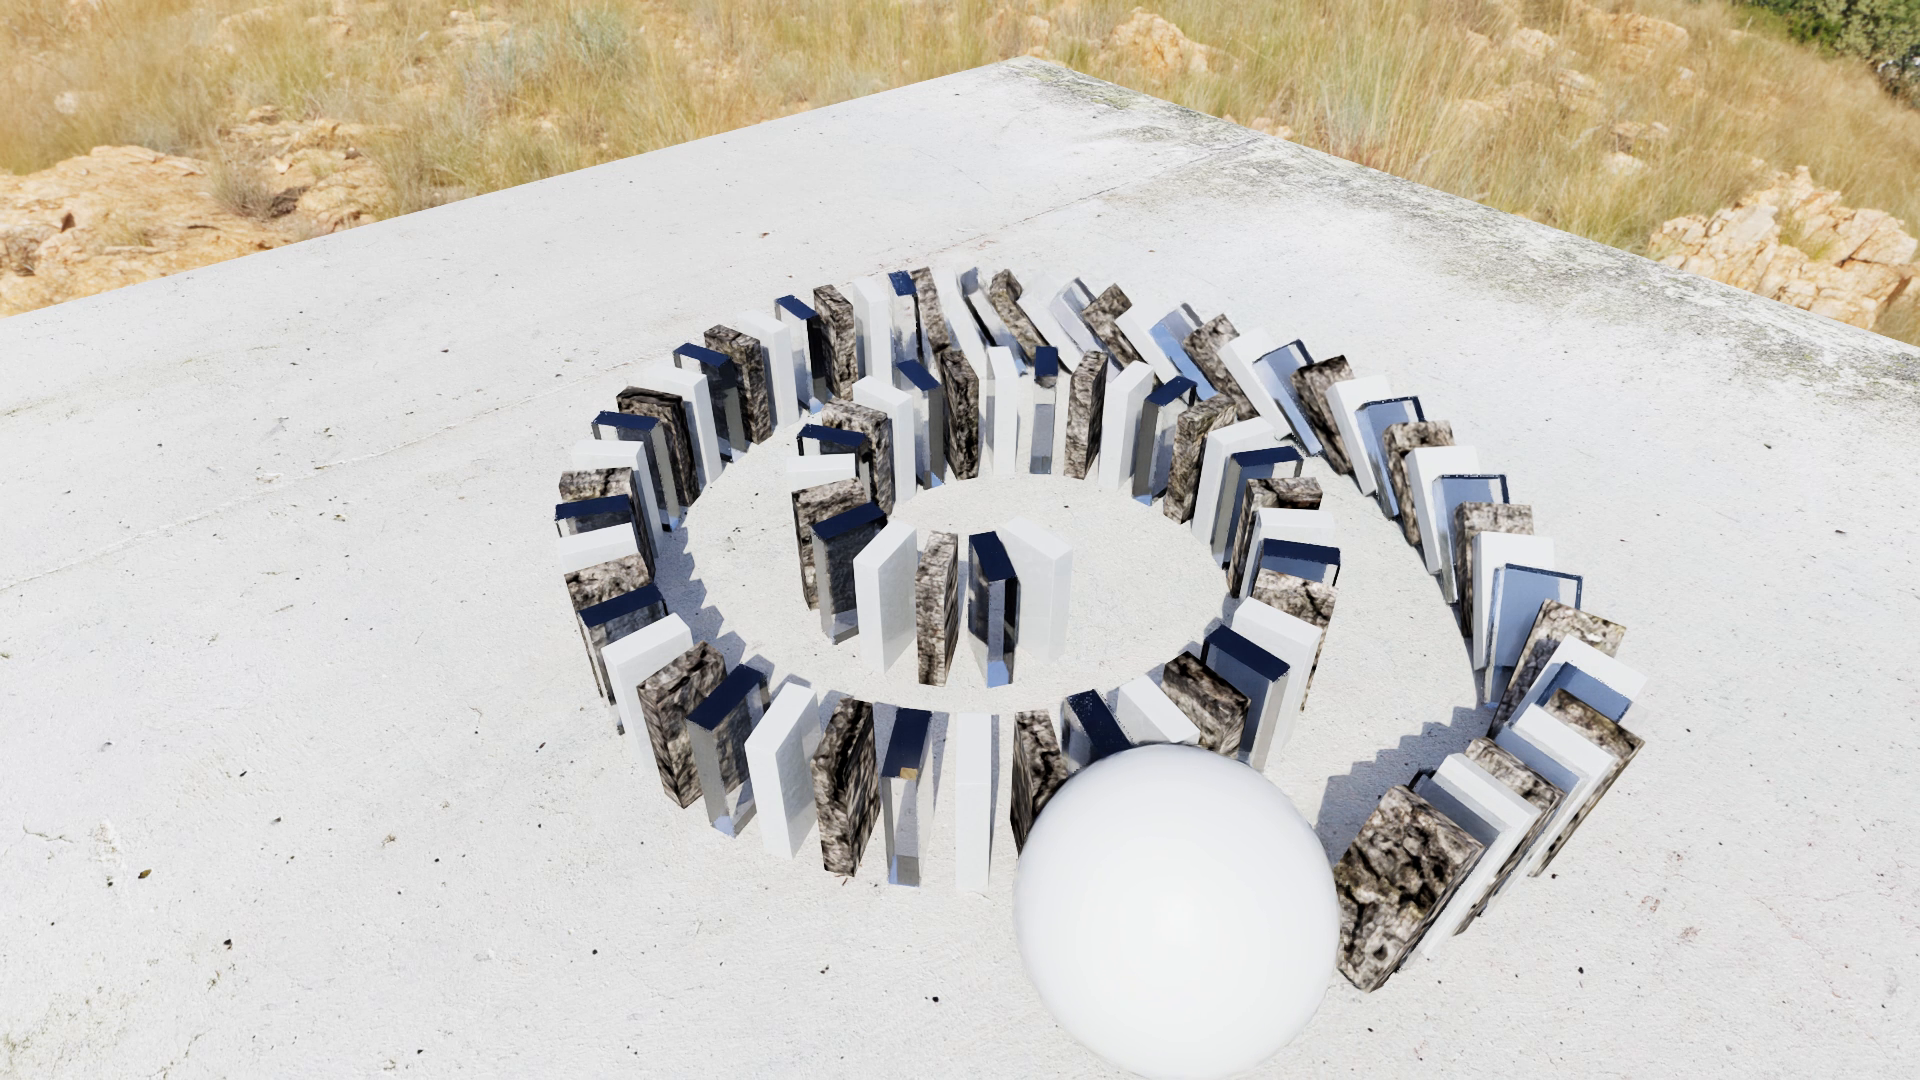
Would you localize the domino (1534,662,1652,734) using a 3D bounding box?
[{"bbox_3d":[0.183,0.065,0.336,0.009,0.050,0.025,15,19,-50],"label":"domino"}]

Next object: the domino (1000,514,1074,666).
[{"bbox_3d":[0.026,0.018,0.389,0.009,0.050,0.025,-31,49,-32],"label":"domino"}]

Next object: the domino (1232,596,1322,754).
[{"bbox_3d":[0.099,0.044,0.357,0.025,0.050,0.010,26,46,28],"label":"domino"}]

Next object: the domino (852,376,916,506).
[{"bbox_3d":[-0.031,-0.042,0.462,0.025,0.050,0.009,29,47,30],"label":"domino"}]

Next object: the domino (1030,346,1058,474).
[{"bbox_3d":[0.036,-0.056,0.480,0.010,0.050,0.025,3,39,3],"label":"domino"}]

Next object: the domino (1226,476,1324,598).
[{"bbox_3d":[0.117,0.000,0.412,0.025,0.050,0.009,-2,39,-2],"label":"domino"}]

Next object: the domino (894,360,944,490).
[{"bbox_3d":[-0.017,-0.049,0.471,0.010,0.050,0.025,-20,43,-22],"label":"domino"}]

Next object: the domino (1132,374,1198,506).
[{"bbox_3d":[0.086,-0.041,0.462,0.010,0.050,0.025,30,48,31],"label":"domino"}]

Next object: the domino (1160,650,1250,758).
[{"bbox_3d":[0.072,0.061,0.337,0.009,0.050,0.025,-25,46,-28],"label":"domino"}]

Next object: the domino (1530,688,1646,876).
[{"bbox_3d":[0.175,0.072,0.327,0.009,0.050,0.025,16,20,-48],"label":"domino"}]

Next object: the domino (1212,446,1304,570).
[{"bbox_3d":[0.115,-0.012,0.426,0.025,0.050,0.009,-8,40,-9],"label":"domino"}]

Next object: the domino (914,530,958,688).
[{"bbox_3d":[-0.008,0.024,0.382,0.009,0.050,0.025,7,40,8],"label":"domino"}]

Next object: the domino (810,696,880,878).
[{"bbox_3d":[-0.033,0.073,0.322,0.009,0.050,0.025,9,40,11],"label":"domino"}]

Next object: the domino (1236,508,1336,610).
[{"bbox_3d":[0.117,0.012,0.397,0.025,0.050,0.010,3,39,3],"label":"domino"}]

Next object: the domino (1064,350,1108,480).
[{"bbox_3d":[0.055,-0.054,0.477,0.009,0.050,0.025,14,41,16],"label":"domino"}]

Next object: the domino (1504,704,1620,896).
[{"bbox_3d":[0.165,0.076,0.323,0.009,0.050,0.025,16,20,-48],"label":"domino"}]

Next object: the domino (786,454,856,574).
[{"bbox_3d":[-0.051,-0.009,0.423,0.025,0.050,0.009,-3,39,-4],"label":"domino"}]

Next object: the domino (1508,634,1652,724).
[{"bbox_3d":[0.189,0.058,0.345,0.025,0.050,0.009,37,14,36],"label":"domino"}]

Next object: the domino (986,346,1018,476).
[{"bbox_3d":[0.018,-0.056,0.480,0.009,0.050,0.025,-5,40,-5],"label":"domino"}]

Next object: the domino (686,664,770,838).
[{"bbox_3d":[-0.067,0.064,0.333,0.010,0.050,0.025,19,43,22],"label":"domino"}]

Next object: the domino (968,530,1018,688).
[{"bbox_3d":[0.011,0.025,0.381,0.010,0.050,0.025,-10,40,-12],"label":"domino"}]

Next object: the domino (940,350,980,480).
[{"bbox_3d":[0.000,-0.054,0.477,0.009,0.050,0.025,-11,41,-13],"label":"domino"}]

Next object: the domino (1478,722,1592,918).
[{"bbox_3d":[0.154,0.080,0.316,0.009,0.050,0.025,6,27,-45],"label":"domino"}]

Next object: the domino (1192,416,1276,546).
[{"bbox_3d":[0.109,-0.023,0.440,0.025,0.050,0.009,-18,43,-21],"label":"domino"}]

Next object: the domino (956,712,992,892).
[{"bbox_3d":[0.004,0.076,0.318,0.010,0.050,0.025,1,39,1],"label":"domino"}]

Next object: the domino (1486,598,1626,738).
[{"bbox_3d":[0.197,0.047,0.364,0.025,0.010,0.050,24,80,24],"label":"domino"}]

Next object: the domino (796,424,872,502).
[{"bbox_3d":[-0.049,-0.021,0.437,0.025,0.050,0.009,11,41,13],"label":"domino"}]

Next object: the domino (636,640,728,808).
[{"bbox_3d":[-0.083,0.058,0.341,0.009,0.050,0.025,28,47,30],"label":"domino"}]

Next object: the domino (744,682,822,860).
[{"bbox_3d":[-0.051,0.069,0.327,0.010,0.050,0.025,14,41,16],"label":"domino"}]

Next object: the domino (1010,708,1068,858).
[{"bbox_3d":[0.022,0.076,0.319,0.009,0.050,0.025,-6,40,-7],"label":"domino"}]

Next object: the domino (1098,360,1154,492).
[{"bbox_3d":[0.071,-0.048,0.471,0.009,0.050,0.025,23,44,25],"label":"domino"}]

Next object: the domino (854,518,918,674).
[{"bbox_3d":[-0.025,0.020,0.387,0.010,0.050,0.025,19,43,22],"label":"domino"}]

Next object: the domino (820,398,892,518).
[{"bbox_3d":[-0.042,-0.032,0.450,0.025,0.050,0.010,19,43,22],"label":"domino"}]

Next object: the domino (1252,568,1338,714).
[{"bbox_3d":[0.108,0.034,0.370,0.025,0.050,0.009,16,42,18],"label":"domino"}]

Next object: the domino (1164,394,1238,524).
[{"bbox_3d":[0.098,-0.033,0.451,0.025,0.050,0.009,-27,47,-29],"label":"domino"}]

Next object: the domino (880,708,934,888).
[{"bbox_3d":[-0.015,0.075,0.320,0.010,0.050,0.025,5,40,7],"label":"domino"}]

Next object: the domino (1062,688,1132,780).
[{"bbox_3d":[0.039,0.071,0.324,0.010,0.050,0.025,-13,38,-15],"label":"domino"}]

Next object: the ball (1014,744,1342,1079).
[{"bbox_3d":[0.053,0.092,0.276,0.080,0.080,0.080,0,39,0],"label":"ball"}]

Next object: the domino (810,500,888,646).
[{"bbox_3d":[-0.038,0.012,0.396,0.025,0.050,0.009,-24,45,-26],"label":"domino"}]

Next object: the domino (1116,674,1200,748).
[{"bbox_3d":[0.057,0.067,0.329,0.010,0.050,0.025,-20,43,-23],"label":"domino"}]

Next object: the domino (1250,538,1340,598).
[{"bbox_3d":[0.114,0.023,0.383,0.025,0.050,0.010,8,40,10],"label":"domino"}]

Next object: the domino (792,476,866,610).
[{"bbox_3d":[-0.047,0.002,0.409,0.025,0.050,0.010,-14,41,-16],"label":"domino"}]

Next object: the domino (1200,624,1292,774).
[{"bbox_3d":[0.086,0.053,0.347,0.010,0.050,0.025,-31,49,-32],"label":"domino"}]
